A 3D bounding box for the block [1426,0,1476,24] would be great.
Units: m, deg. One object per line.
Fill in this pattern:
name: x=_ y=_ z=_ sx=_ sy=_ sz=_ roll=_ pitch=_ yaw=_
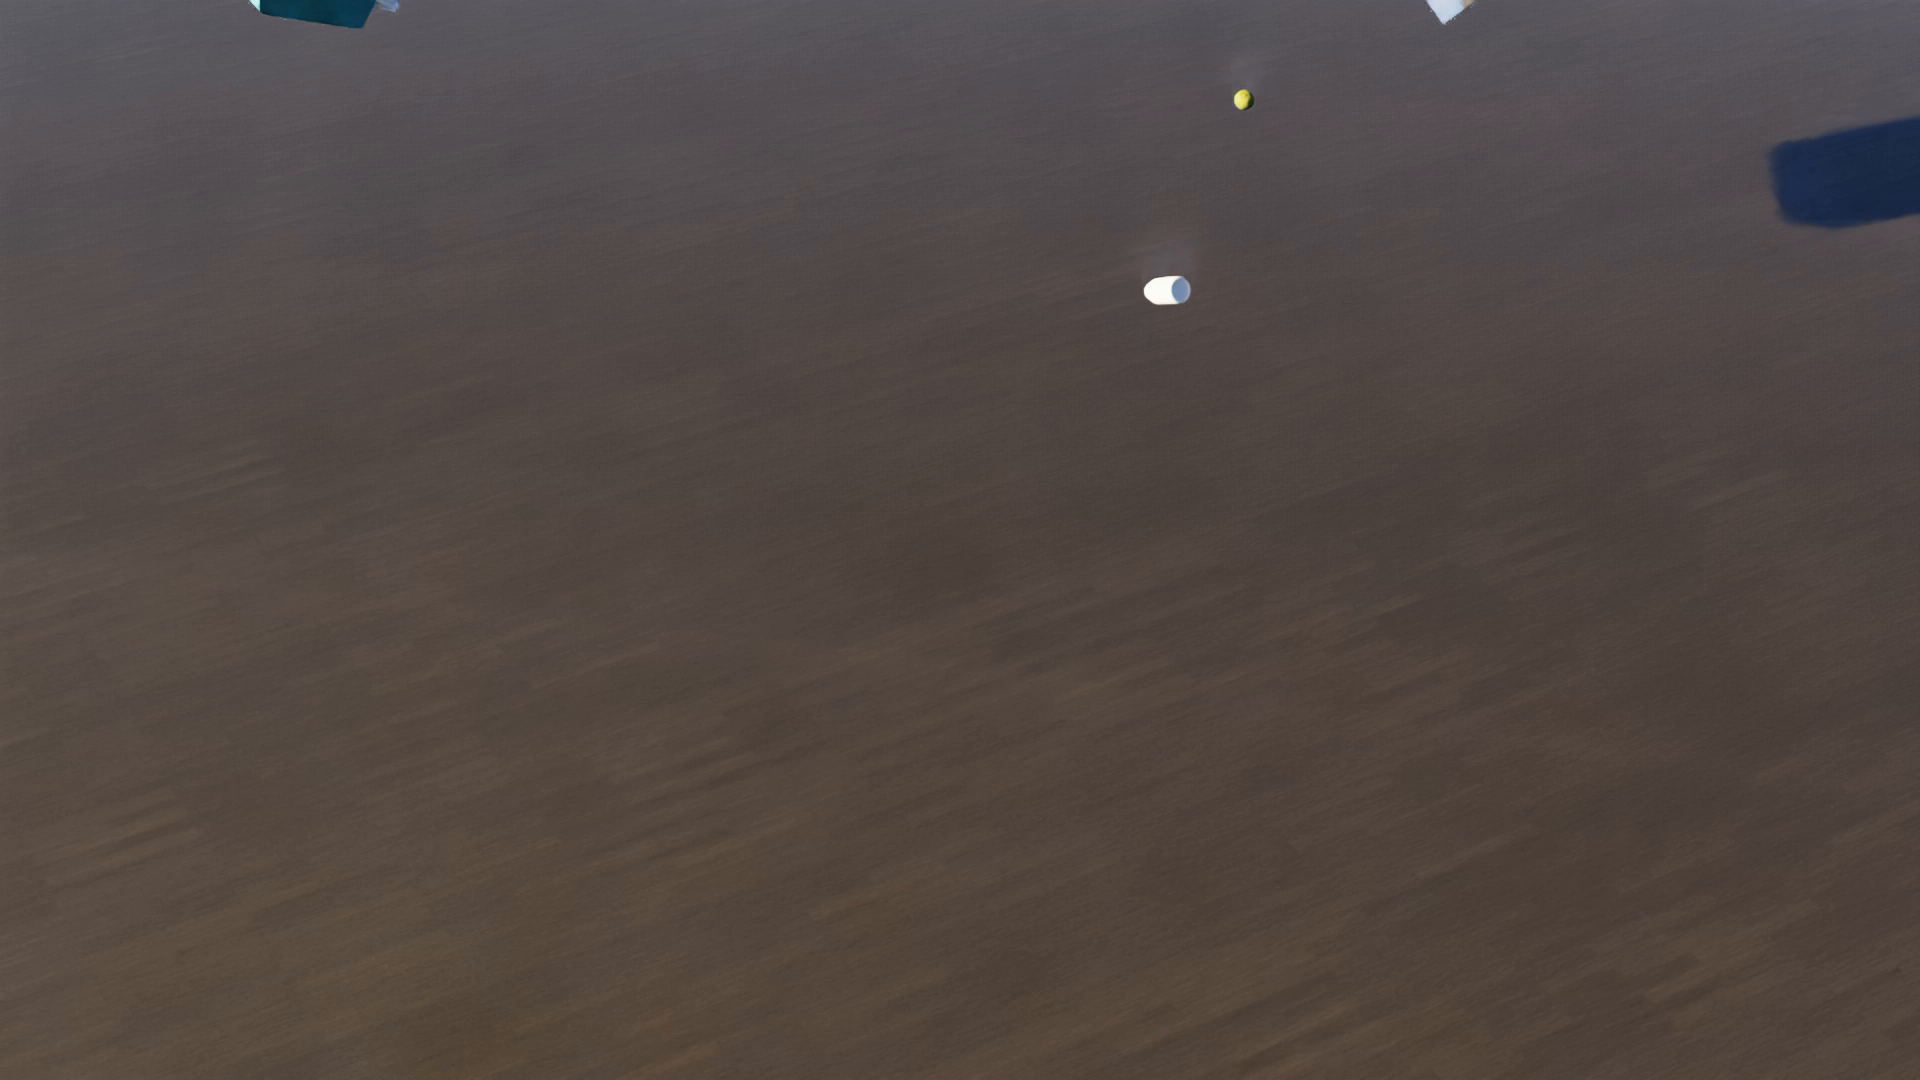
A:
block: x=1.630 y=-1.798 z=9.420 sx=0.136 sy=0.174 sz=0.262 roll=53 pitch=45 yaw=-2
